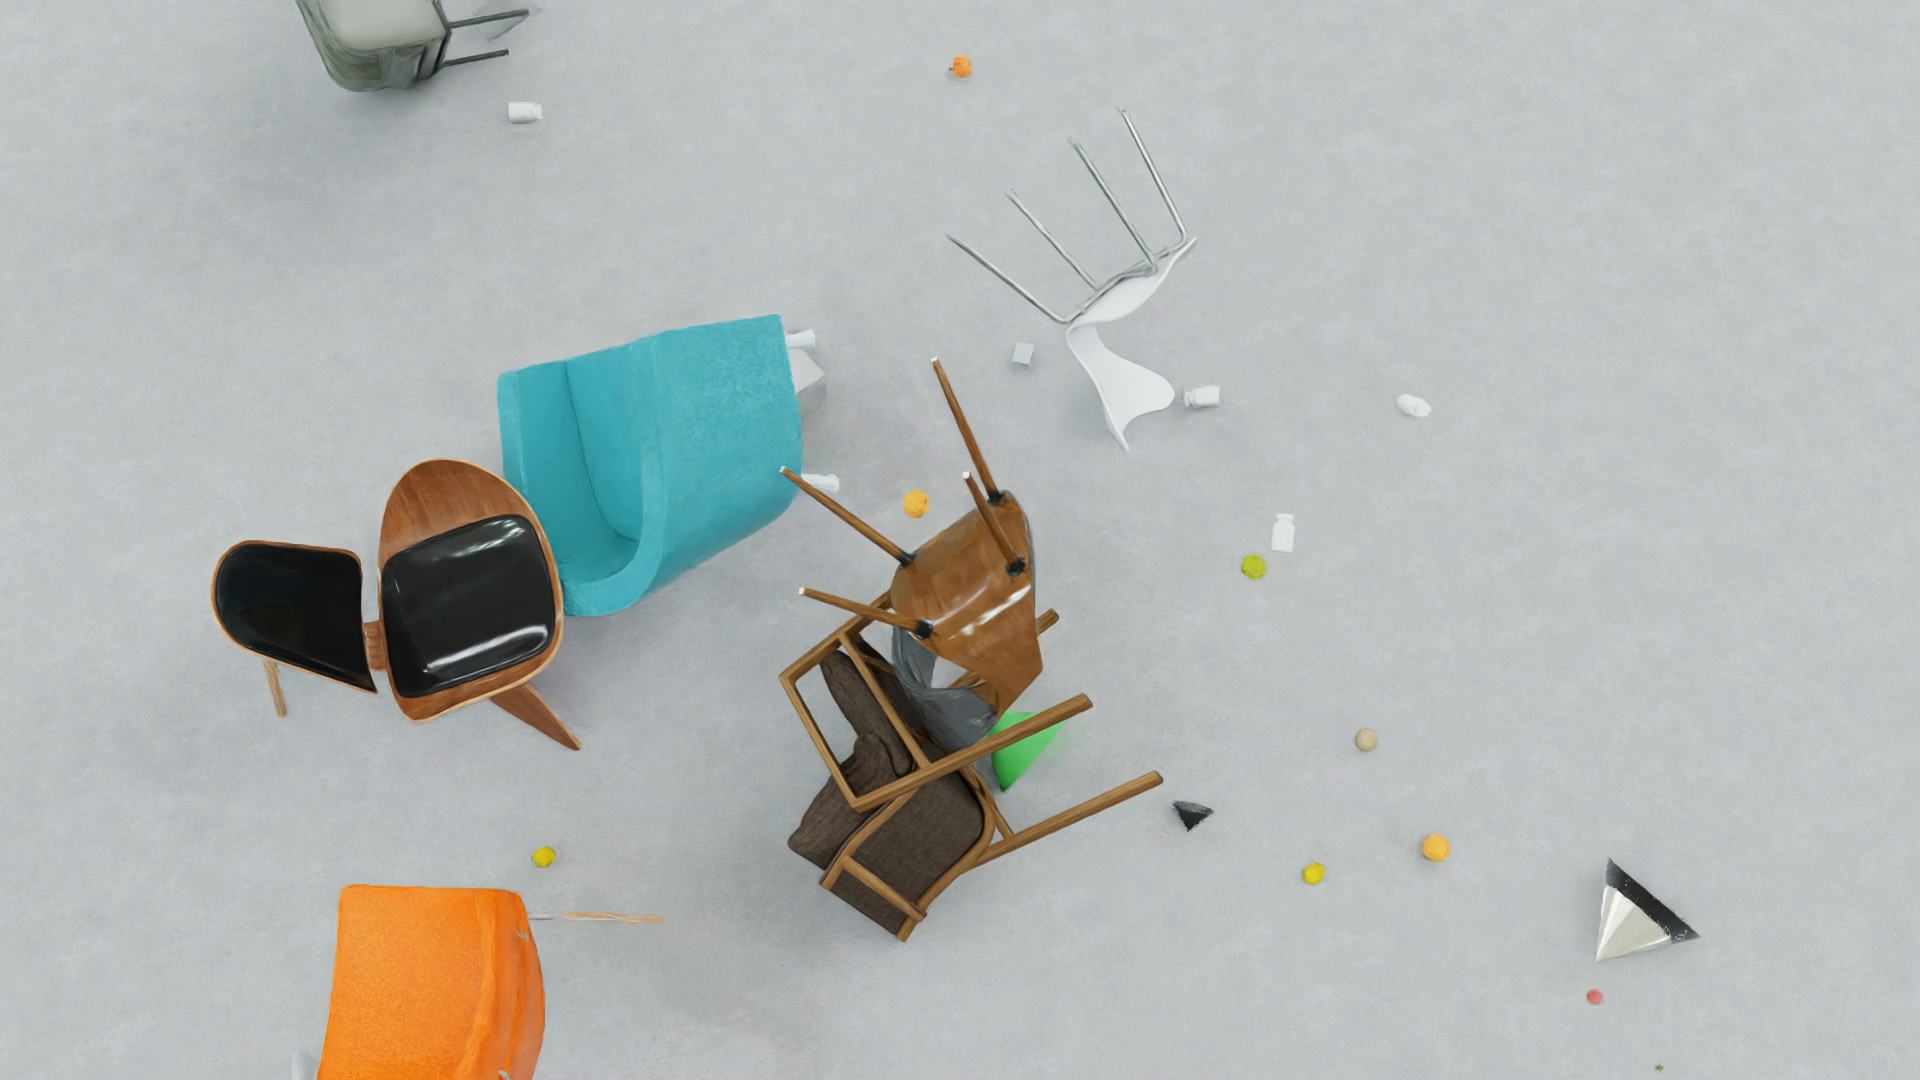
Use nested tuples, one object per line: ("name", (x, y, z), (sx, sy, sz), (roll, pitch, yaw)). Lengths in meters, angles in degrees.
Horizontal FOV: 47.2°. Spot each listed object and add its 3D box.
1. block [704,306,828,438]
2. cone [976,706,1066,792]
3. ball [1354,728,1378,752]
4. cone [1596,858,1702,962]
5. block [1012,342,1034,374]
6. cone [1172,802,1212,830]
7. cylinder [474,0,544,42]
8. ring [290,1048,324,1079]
("block", (-0.601, -0.523, 6.822), (0.223, 0.144, 0.326), (-34, 66, -19))
("cone", (0.123, 0.523, 6.024), (0.207, 0.291, 0.213), (40, 28, 0))
("ball", (1.138, 0.560, 6.160), (0.064, 0.064, 0.064), (0, 56, 0))
("cone", (1.758, 1.031, 5.812), (0.234, 0.267, 0.312), (-50, 59, 5))
("block", (0.198, -0.575, 6.931), (0.054, 0.048, 0.080), (12, 57, 8))
("cone", (0.633, 0.766, 6.034), (0.107, 0.067, 0.119), (4, 9, -40))
("cylinder", (-1.531, -1.795, 7.461), (0.219, 0.085, 0.109), (-28, 80, 17))
("ring", (-1.590, 1.410, 5.437), (0.045, 0.322, 0.315), (-18, 26, -9))
